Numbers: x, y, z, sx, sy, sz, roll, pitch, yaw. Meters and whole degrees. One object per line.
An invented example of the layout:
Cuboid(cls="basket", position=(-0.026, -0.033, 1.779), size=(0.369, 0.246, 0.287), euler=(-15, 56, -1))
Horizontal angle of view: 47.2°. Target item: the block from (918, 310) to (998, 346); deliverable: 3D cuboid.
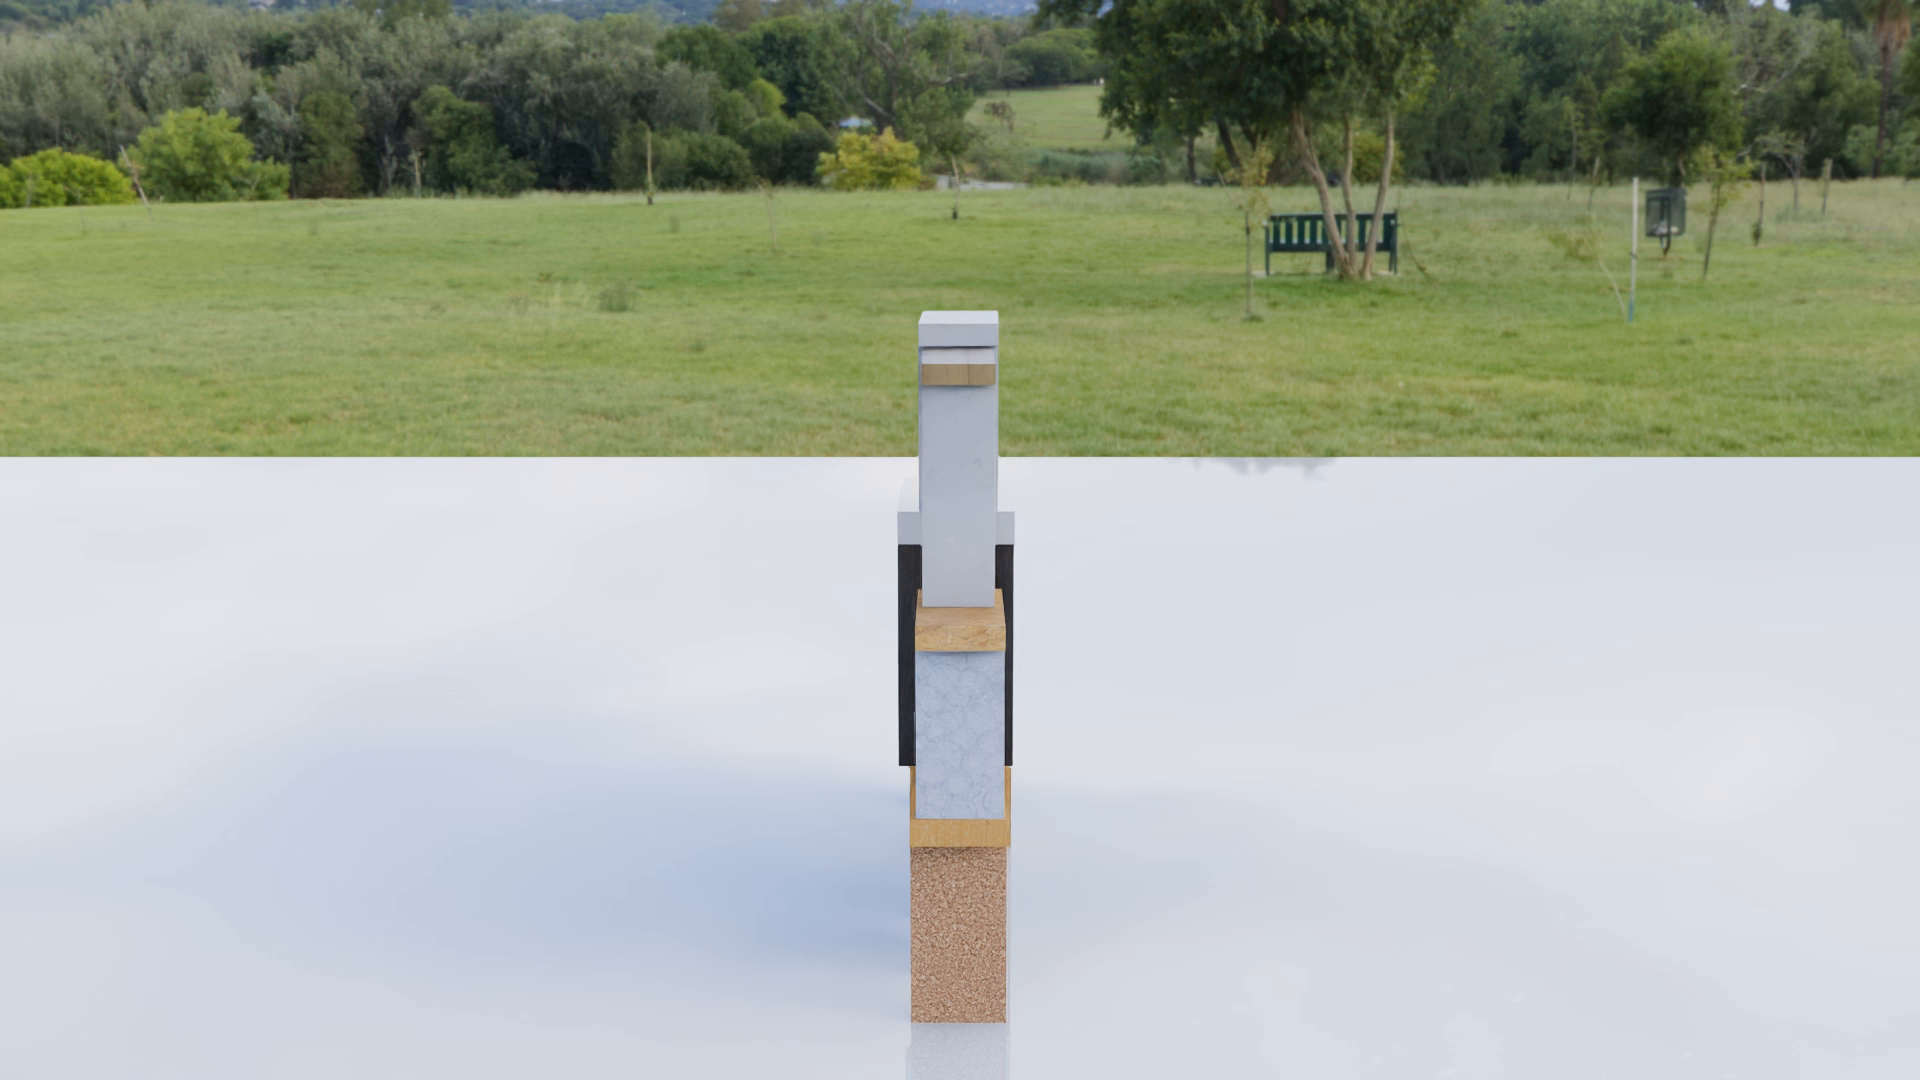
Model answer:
Cuboid(cls="block", position=(-0.001, -0.323, 3.348), size=(0.118, 0.034, 0.237), euler=(0, 10, 1))

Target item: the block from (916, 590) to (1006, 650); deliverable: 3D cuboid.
Cuboid(cls="block", position=(0.000, 0.112, 3.111), size=(0.123, 0.035, 0.246), euler=(0, 11, 0))

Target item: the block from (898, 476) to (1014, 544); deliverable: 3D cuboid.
Cuboid(cls="block", position=(-0.005, -0.048, 3.393), size=(0.172, 0.049, 0.345), euler=(0, 10, 0))

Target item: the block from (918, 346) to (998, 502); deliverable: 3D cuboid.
Cuboid(cls="block", position=(-0.003, -0.176, 3.295), size=(0.118, 0.237, 0.034), euler=(0, 10, 0))

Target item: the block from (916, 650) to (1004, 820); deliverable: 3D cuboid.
Cuboid(cls="block", position=(0.000, 0.264, 3.056), size=(0.123, 0.246, 0.035), euler=(0, 11, 0))

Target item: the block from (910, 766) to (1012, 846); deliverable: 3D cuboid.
Cuboid(cls="block", position=(0.001, 0.365, 3.902), size=(0.179, 0.357, 0.051), euler=(0, 11, 0))

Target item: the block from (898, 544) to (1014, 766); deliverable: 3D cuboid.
Cuboid(cls="block", position=(-0.007, 0.167, 3.313), size=(0.172, 0.345, 0.049), euler=(0, 9, 0))

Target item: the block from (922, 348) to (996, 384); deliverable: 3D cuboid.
Cuboid(cls="block", position=(-0.003, -0.247, 3.126), size=(0.102, 0.029, 0.204), euler=(0, 11, 0))

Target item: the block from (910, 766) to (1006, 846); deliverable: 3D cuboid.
Cuboid(cls="block", position=(-0.003, 0.384, 3.192), size=(0.135, 0.038, 0.271), euler=(0, 11, 0))

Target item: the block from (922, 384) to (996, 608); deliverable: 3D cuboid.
Cuboid(cls="block", position=(-0.002, -0.064, 3.090), size=(0.102, 0.317, 0.029), euler=(0, 10, 0))

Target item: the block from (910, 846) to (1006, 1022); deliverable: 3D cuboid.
Cuboid(cls="block", position=(-0.002, 0.552, 3.131), size=(0.135, 0.271, 0.038), euler=(0, 11, 0))
